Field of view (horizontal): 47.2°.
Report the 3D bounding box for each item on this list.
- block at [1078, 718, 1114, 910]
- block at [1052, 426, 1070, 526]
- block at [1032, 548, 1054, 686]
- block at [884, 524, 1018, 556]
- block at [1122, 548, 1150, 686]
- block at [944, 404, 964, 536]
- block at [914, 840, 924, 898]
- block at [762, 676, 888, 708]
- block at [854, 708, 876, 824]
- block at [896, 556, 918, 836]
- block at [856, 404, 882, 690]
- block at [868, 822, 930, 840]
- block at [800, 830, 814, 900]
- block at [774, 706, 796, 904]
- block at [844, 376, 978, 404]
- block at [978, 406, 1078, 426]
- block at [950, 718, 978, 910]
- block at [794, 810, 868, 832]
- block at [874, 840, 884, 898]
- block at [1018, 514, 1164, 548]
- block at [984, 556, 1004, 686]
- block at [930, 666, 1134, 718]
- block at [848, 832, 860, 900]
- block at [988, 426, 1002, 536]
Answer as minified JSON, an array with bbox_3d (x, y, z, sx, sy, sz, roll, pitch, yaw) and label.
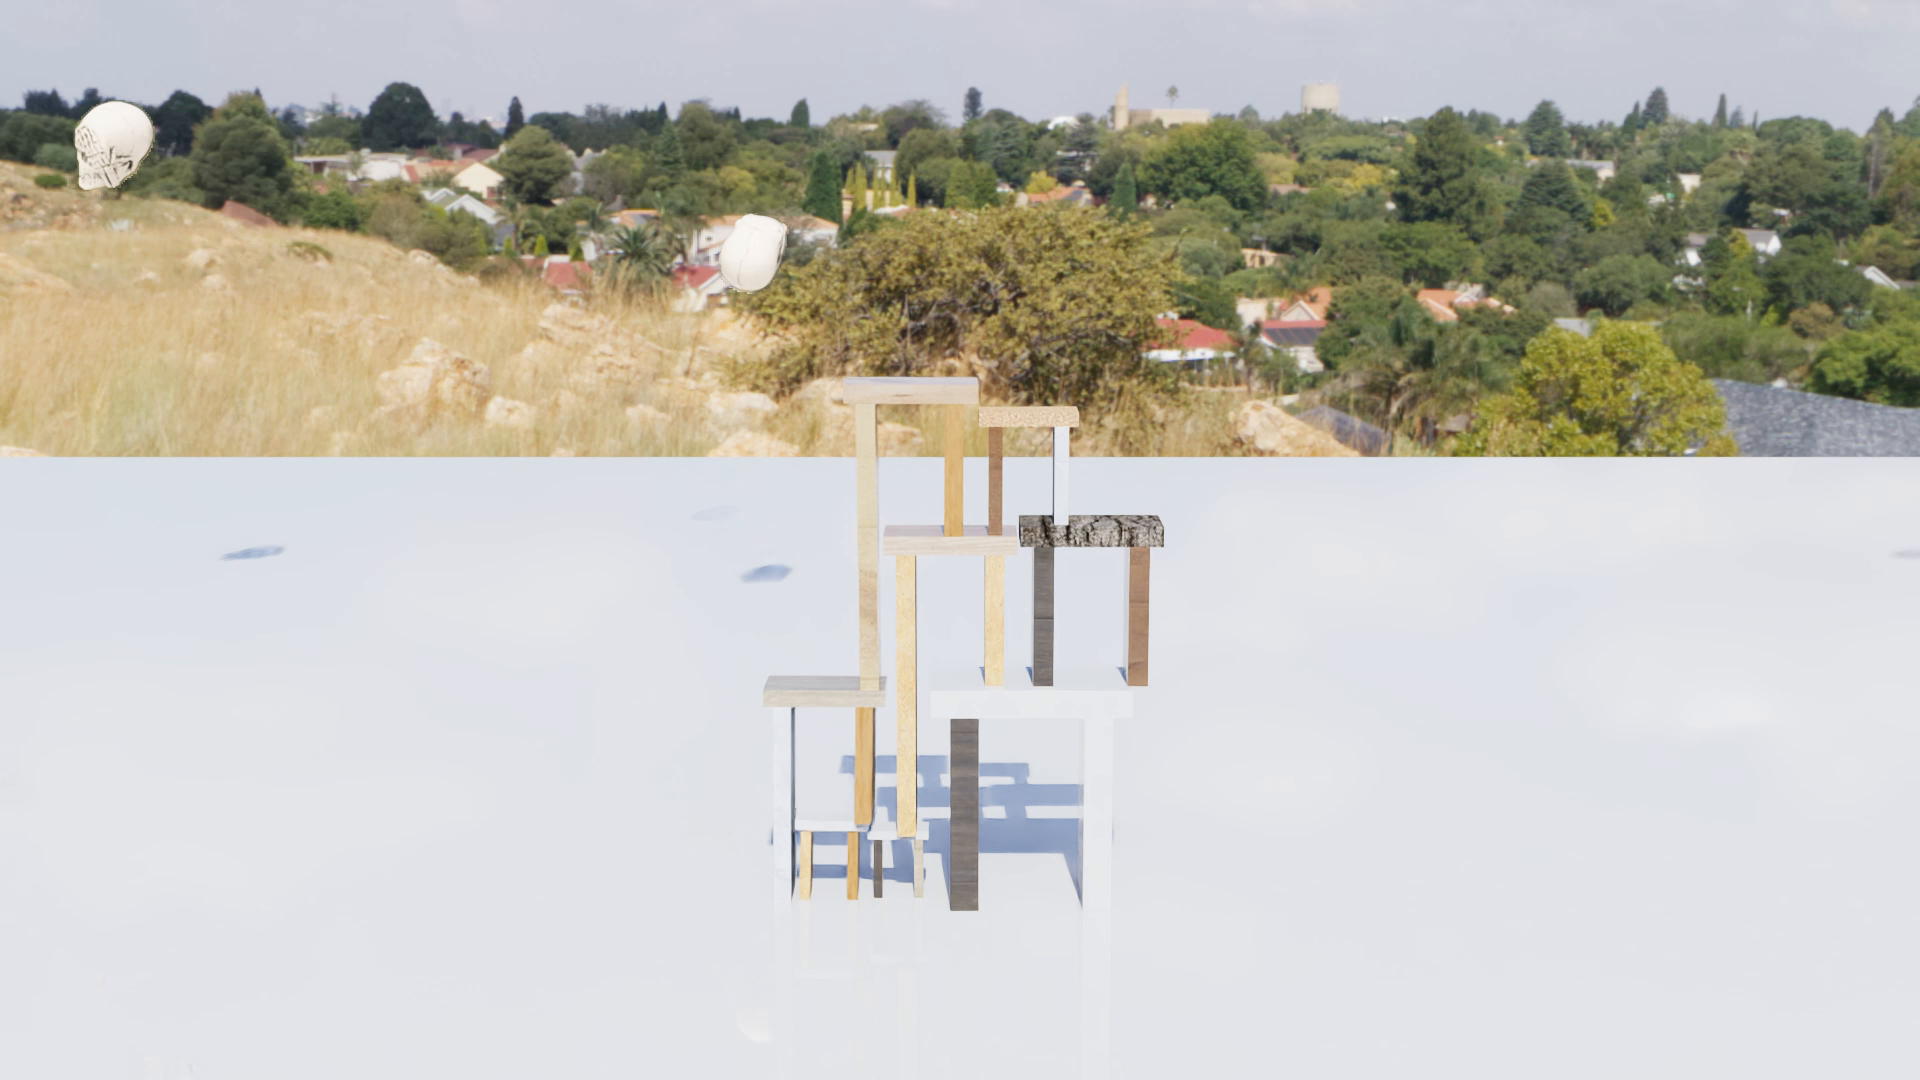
[{"bbox_3d":[0.223,0.431,3.638,0.046,0.324,0.162,0,11,0],"label":"block"},{"bbox_3d":[0.162,-0.109,3.544,0.022,0.158,0.079,0,11,0],"label":"block"},{"bbox_3d":[0.134,0.113,3.583,0.032,0.229,0.114,0,11,0],"label":"block"},{"bbox_3d":[-0.016,0.000,3.564,0.214,0.030,0.107,0,11,0],"label":"block"},{"bbox_3d":[0.287,0.113,3.583,0.032,0.229,0.114,0,11,0],"label":"block"},{"bbox_3d":[-0.010,-0.120,3.542,0.030,0.213,0.107,0,11,0],"label":"block"},{"bbox_3d":[-0.069,0.540,3.664,0.014,0.101,0.050,0,11,0],"label":"block"},{"bbox_3d":[-0.220,0.248,3.606,0.197,0.028,0.099,0,11,1],"label":"block"},{"bbox_3d":[-0.156,0.359,3.626,0.028,0.197,0.099,1,11,1],"label":"block"},{"bbox_3d":[-0.087,0.245,3.609,0.030,0.469,0.107,0,11,0],"label":"block"},{"bbox_3d":[-0.148,0.005,3.563,0.030,0.466,0.107,0,11,0],"label":"block"},{"bbox_3d":[-0.102,0.483,3.654,0.101,0.014,0.050,0,11,0],"label":"block"},{"bbox_3d":[-0.255,0.531,3.656,0.017,0.120,0.060,2,11,0],"label":"block"},{"bbox_3d":[-0.290,0.426,3.639,0.028,0.334,0.099,1,11,0],"label":"block"},{"bbox_3d":[-0.078,-0.240,3.519,0.213,0.030,0.107,0,11,-1],"label":"block"},{"bbox_3d":[0.109,-0.198,3.528,0.158,0.022,0.079,0,11,0],"label":"block"},{"bbox_3d":[0.007,0.431,3.638,0.046,0.324,0.162,0,11,0],"label":"block"},{"bbox_3d":[-0.211,0.464,3.641,0.120,0.017,0.060,1,11,-1],"label":"block"},{"bbox_3d":[-0.136,0.540,3.664,0.014,0.101,0.050,0,11,0],"label":"block"},{"bbox_3d":[0.211,-0.015,3.560,0.229,0.032,0.114,0,11,0],"label":"block"},{"bbox_3d":[0.056,0.120,3.586,0.030,0.214,0.107,0,11,0],"label":"block"},{"bbox_3d":[0.115,0.249,3.604,0.324,0.046,0.162,0,11,0],"label":"block"},{"bbox_3d":[-0.177,0.531,3.659,0.017,0.120,0.060,1,11,0],"label":"block"},{"bbox_3d":[0.057,-0.101,3.545,0.022,0.175,0.079,0,11,0],"label":"block"}]
